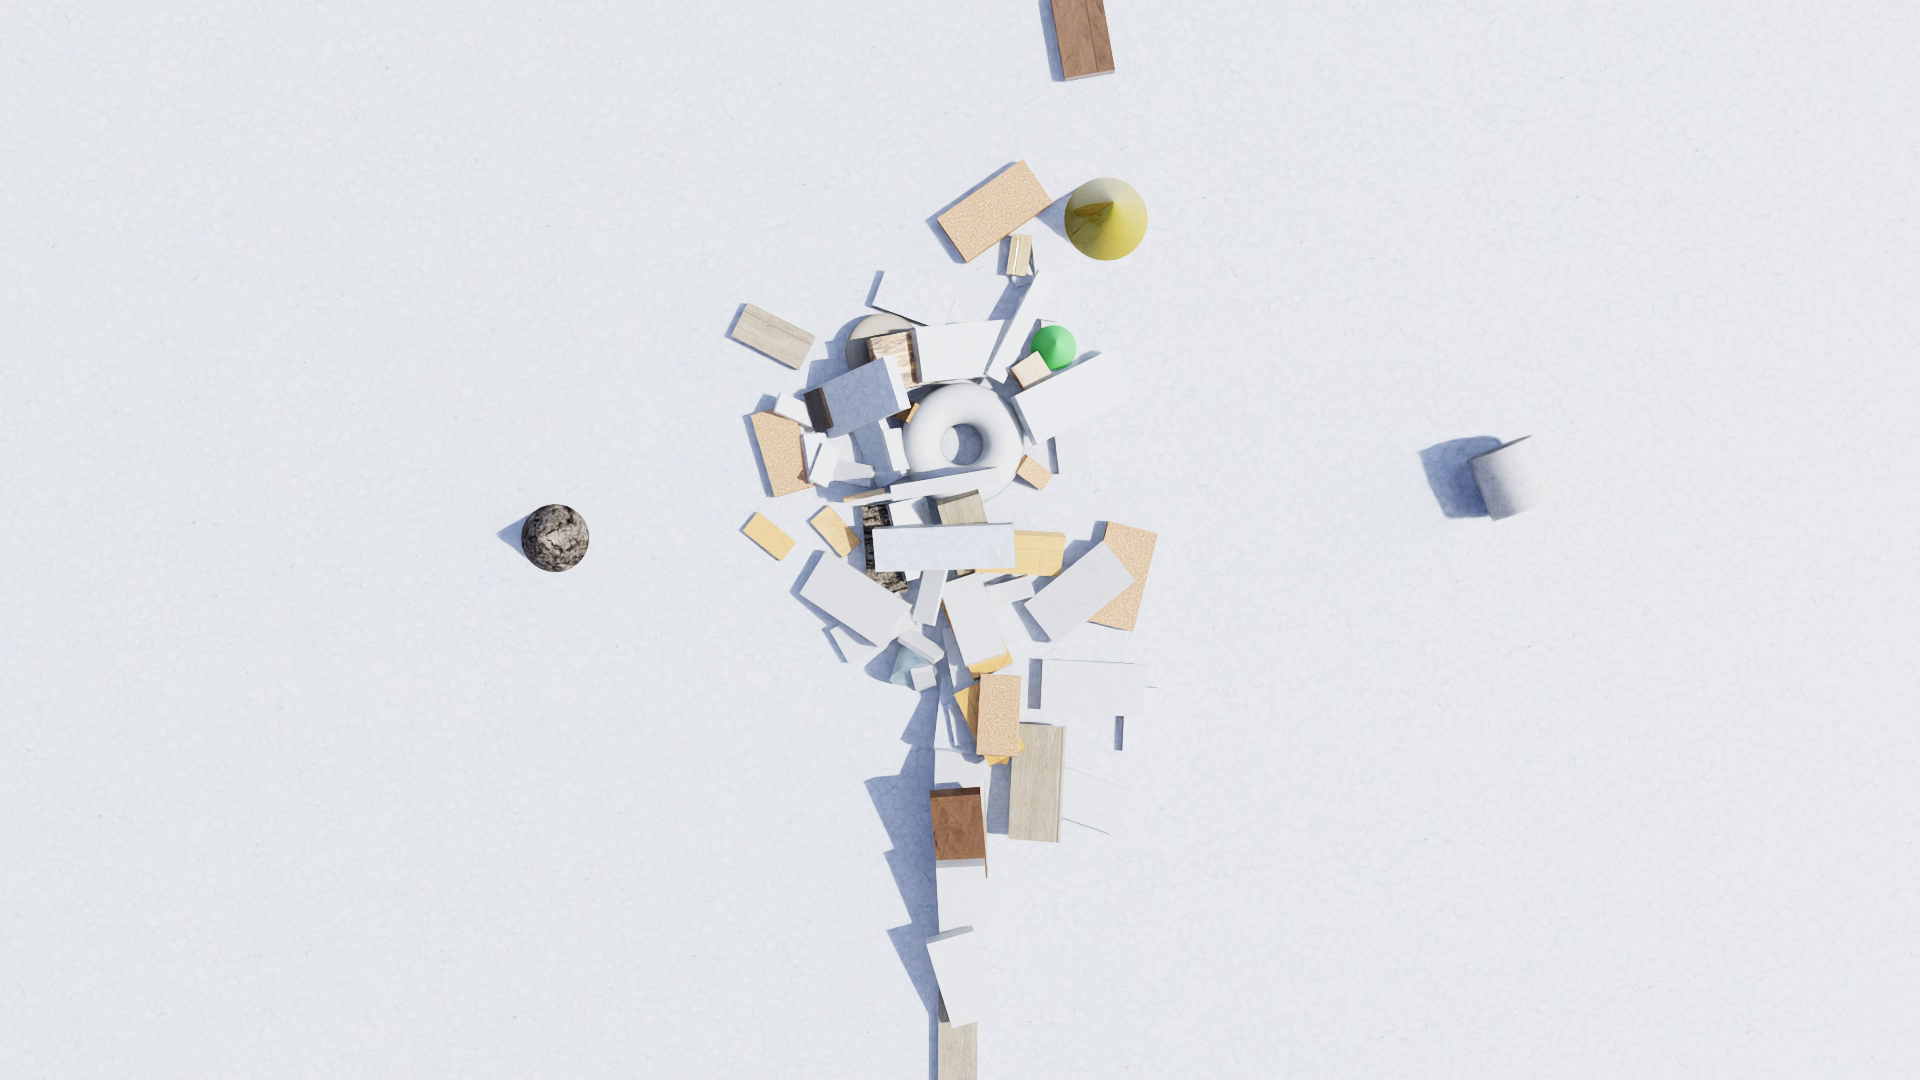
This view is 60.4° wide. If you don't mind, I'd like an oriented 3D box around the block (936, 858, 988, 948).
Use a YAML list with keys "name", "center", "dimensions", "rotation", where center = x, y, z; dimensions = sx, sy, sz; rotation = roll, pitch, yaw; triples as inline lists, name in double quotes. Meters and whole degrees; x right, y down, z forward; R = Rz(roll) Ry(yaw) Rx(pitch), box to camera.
- name: "block"
  center: [0.008, 1.187, 5.381]
  dimensions: [0.158, 0.045, 0.315]
  rotation: [-2, 113, 0]

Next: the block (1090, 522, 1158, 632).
- name: "block"
  center: [0.533, 0.121, 5.476]
  dimensions: [0.168, 0.048, 0.336]
  rotation: [14, 90, 0]

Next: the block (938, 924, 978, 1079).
- name: "block"
  center: [-0.005, 1.370, 5.482]
  dimensions: [0.130, 0.037, 0.989]
  rotation: [0, 90, 0]

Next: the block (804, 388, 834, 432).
- name: "block"
  center: [-0.467, -0.429, 5.447]
  dimensions: [0.068, 0.019, 0.136]
  rotation: [-17, 90, 32]

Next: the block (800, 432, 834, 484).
- name: "block"
  center: [-0.473, -0.270, 5.464]
  dimensions: [0.081, 0.023, 0.162]
  rotation: [-7, 85, -30]

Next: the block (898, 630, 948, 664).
- name: "block"
  center: [-0.124, 0.350, 5.439]
  dimensions: [0.149, 0.075, 0.021]
  rotation: [30, 122, 20]

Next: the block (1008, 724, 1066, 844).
- name: "block"
  center: [0.255, 0.798, 5.431]
  dimensions: [0.169, 0.048, 0.377]
  rotation: [2, 86, 12]

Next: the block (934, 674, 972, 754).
- name: "block"
  center: [-0.011, 0.574, 5.435]
  dimensions: [0.124, 0.035, 0.248]
  rotation: [6, 67, 0]

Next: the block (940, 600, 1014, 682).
- name: "block"
  center: [0.055, 0.307, 5.435]
  dimensions: [0.141, 0.040, 0.283]
  rotation: [-23, 74, -3]

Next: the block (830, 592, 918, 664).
- name: "block"
  center: [-0.285, 0.290, 5.462]
  dimensions: [0.259, 0.037, 0.130]
  rotation: [-30, 90, 9]

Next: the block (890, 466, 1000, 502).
- name: "block"
  center: [-0.044, -0.181, 5.288]
  dimensions: [0.346, 0.173, 0.049]
  rotation: [-10, 93, 1]

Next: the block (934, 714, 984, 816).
- name: "block"
  center: [0.000, 0.737, 5.412]
  dimensions: [0.162, 0.046, 0.324]
  rotation: [1, 66, 1]

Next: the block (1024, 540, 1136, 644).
- name: "block"
  center: [0.395, 0.174, 5.437]
  dimensions: [0.336, 0.048, 0.168]
  rotation: [-39, 79, 8]

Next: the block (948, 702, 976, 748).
- name: "block"
  center: [0.006, 0.601, 5.394]
  dimensions: [0.071, 0.020, 0.142]
  rotation: [-9, 68, -6]

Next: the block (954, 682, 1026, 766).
- name: "block"
  center: [0.096, 0.590, 5.355]
  dimensions: [0.130, 0.037, 0.259]
  rotation: [-27, 77, 0]

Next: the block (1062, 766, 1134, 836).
- name: "block"
  center: [0.405, 0.856, 5.478]
  dimensions: [0.315, 0.045, 0.158]
  rotation: [19, 90, 0]

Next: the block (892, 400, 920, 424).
- name: "block"
  center: [-0.186, -0.430, 5.438]
  dimensions: [0.019, 0.135, 0.068]
  rotation: [27, 90, -33]

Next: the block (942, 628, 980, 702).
- name: "block"
  center: [0.026, 0.405, 5.448]
  dimensions: [0.124, 0.035, 0.248]
  rotation: [-12, 74, 0]

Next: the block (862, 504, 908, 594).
- name: "block"
  center: [-0.250, 0.031, 5.482]
  dimensions: [0.130, 0.037, 0.297]
  rotation: [-5, 90, 0]

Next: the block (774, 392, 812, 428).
- name: "block"
  center: [-0.545, -0.429, 5.452]
  dimensions: [0.136, 0.019, 0.068]
  rotation: [23, 70, -26]

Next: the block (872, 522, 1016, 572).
- name: "block"
  center: [-0.051, 0.023, 5.363]
  dimensions: [0.460, 0.040, 0.142]
  rotation: [-2, 103, 10]

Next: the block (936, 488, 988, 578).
- name: "block"
  center: [0.029, -0.017, 5.418]
  dimensions: [0.142, 0.040, 0.284]
  rotation: [-17, 117, 0]

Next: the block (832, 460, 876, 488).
- name: "block"
  center: [-0.353, -0.222, 5.468]
  dimensions: [0.139, 0.020, 0.069]
  rotation: [11, 90, 19]

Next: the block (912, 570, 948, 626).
- name: "block"
  center: [-0.092, 0.157, 5.419]
  dimensions: [0.075, 0.021, 0.240]
  rotation: [12, 87, 23]

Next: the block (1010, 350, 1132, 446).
- name: "block"
  center: [0.367, -0.468, 5.414]
  dimensions: [0.375, 0.049, 0.173]
  rotation: [-27, 96, -17]

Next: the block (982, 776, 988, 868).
- name: "block"
  center: [0.006, 0.944, 5.440]
  dimensions: [0.162, 0.046, 0.324]
  rotation: [-2, 90, 0]

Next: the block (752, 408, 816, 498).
- name: "block"
  center: [-0.585, -0.297, 5.480]
  dimensions: [0.141, 0.040, 0.283]
  rotation: [-16, 90, 0]

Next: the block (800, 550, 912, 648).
- name: "block"
  center: [-0.343, 0.195, 5.430]
  dimensions: [0.338, 0.048, 0.169]
  rotation: [32, 92, 15]

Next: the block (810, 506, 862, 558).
- name: "block"
  center: [-0.412, -0.028, 5.489]
  dimensions: [0.081, 0.023, 0.162]
  rotation: [-42, 90, 0]

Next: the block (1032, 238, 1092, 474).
- name: "block"
  center: [0.337, -0.611, 5.485]
  dimensions: [0.108, 0.031, 0.777]
  rotation: [-7, 90, 0]

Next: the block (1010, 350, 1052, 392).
- name: "block"
  center: [0.265, -0.500, 5.425]
  dimensions: [0.108, 0.031, 0.217]
  rotation: [-35, 98, -16]

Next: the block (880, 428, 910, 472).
- name: "block"
  center: [-0.210, -0.294, 5.387]
  dimensions: [0.069, 0.020, 0.139]
  rotation: [-11, 82, -35]

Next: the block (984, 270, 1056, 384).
- name: "block"
  center: [0.198, -0.701, 5.419]
  dimensions: [0.068, 0.019, 0.387]
  rotation: [28, 86, -23]
